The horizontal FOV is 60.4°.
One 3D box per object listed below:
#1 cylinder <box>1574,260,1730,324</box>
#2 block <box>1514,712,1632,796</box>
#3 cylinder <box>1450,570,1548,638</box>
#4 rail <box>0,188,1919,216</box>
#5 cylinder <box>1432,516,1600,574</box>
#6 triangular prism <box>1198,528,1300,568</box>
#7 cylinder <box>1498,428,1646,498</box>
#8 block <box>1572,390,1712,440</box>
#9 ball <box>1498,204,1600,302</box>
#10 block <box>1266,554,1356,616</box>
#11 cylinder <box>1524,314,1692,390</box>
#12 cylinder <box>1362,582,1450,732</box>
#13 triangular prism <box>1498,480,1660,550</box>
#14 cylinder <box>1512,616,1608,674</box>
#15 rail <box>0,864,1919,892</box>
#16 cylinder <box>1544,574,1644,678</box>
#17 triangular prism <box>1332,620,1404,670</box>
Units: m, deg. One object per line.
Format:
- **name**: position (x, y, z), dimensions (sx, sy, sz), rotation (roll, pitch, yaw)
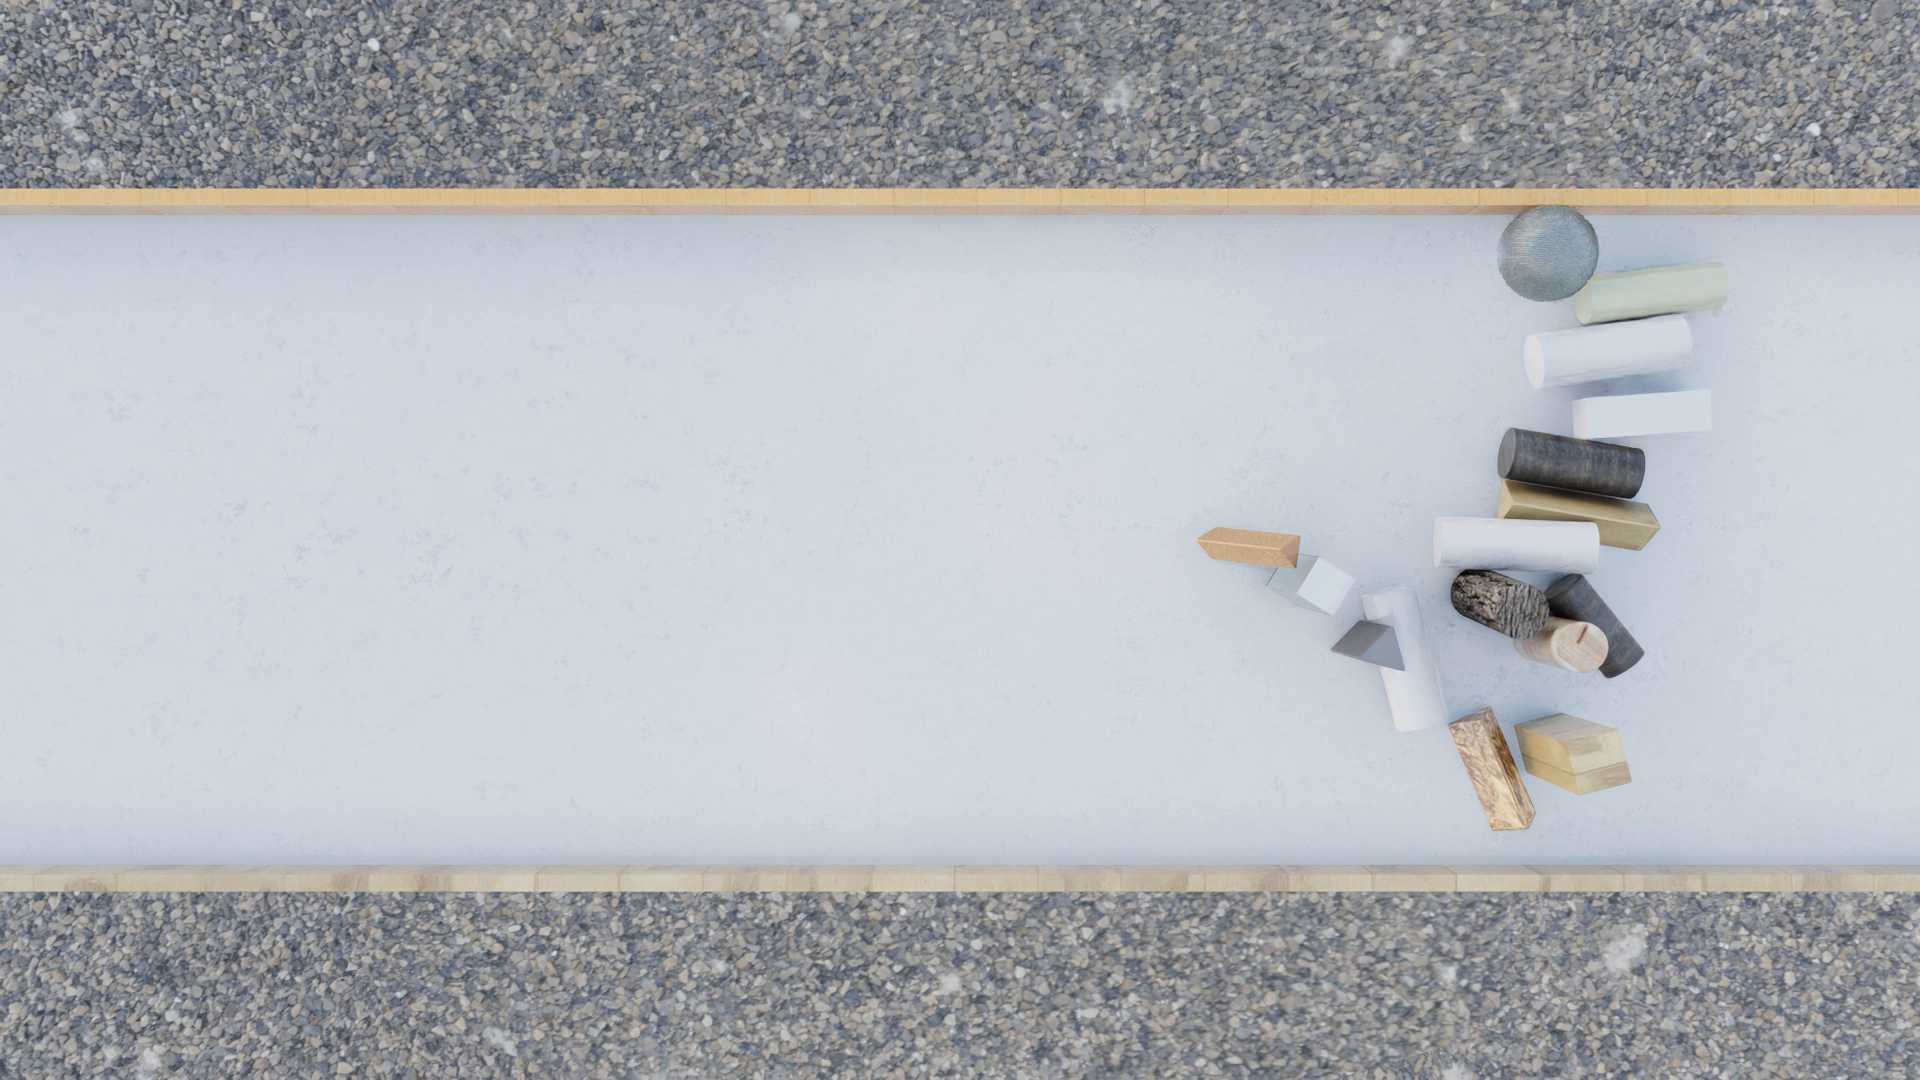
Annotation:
- **cylinder**: position (2.094, -0.751, 5.003), dimensions (0.411, 0.147, 0.147), rotation (-6, 90, 0)
- **block**: position (1.794, 0.624, 4.849), dimensions (0.152, 0.454, 0.152), rotation (-15, 90, 1)
- **cylinder**: position (1.596, 0.183, 4.893), dimensions (0.161, 0.349, 0.161), rotation (0, 97, -4)
- **rail**: position (-2.247, -1.025, 5.002), dimensions (12.000, 0.150, 0.050), rotation (0, 90, 0)
- **cylinder**: position (1.672, 0.016, 4.973), dimensions (0.453, 0.158, 0.158), rotation (2, 90, 6)
- **triangular prism**: position (0.873, 0.008, 4.940), dimensions (0.098, 0.319, 0.084), rotation (46, 66, -34)
- **cylinder**: position (1.850, -0.233, 4.999), dimensions (0.392, 0.156, 0.156), rotation (9, 90, 0)
- **block**: position (2.072, -0.379, 5.015), dimensions (0.371, 0.123, 0.123), rotation (-4, 90, 0)
- **ball**: position (1.759, -0.857, 4.933), dimensions (0.287, 0.287, 0.287), rotation (0, 90, 0)
- **block**: position (1.030, 0.127, 4.871), dimensions (0.123, 0.405, 0.123), rotation (32, 90, -2)
- **cylinder**: position (1.958, -0.571, 4.993), dimensions (0.444, 0.167, 0.167), rotation (-8, 90, 0)
- **cylinder**: position (1.349, 0.354, 4.995), dimensions (0.163, 0.163, 0.420), rotation (-15, 90, 0)
- **triangular prism**: position (1.881, -0.074, 5.011), dimensions (0.448, 0.125, 0.144), rotation (9, 90, 0)
- **cylinder**: position (1.772, 0.303, 4.881), dimensions (0.145, 0.389, 0.145), rotation (0, 91, 1)
- **rail**: position (-2.247, 1.025, 5.001), dimensions (12.000, 0.150, 0.050), rotation (0, 90, 0)
- **cylinder**: position (1.921, 0.257, 5.007), dimensions (0.139, 0.139, 0.307), rotation (-39, 90, 0)
- **triangular prism**: position (1.217, 0.301, 4.881), dimensions (0.132, 0.390, 0.114), rotation (15, 90, 1)
